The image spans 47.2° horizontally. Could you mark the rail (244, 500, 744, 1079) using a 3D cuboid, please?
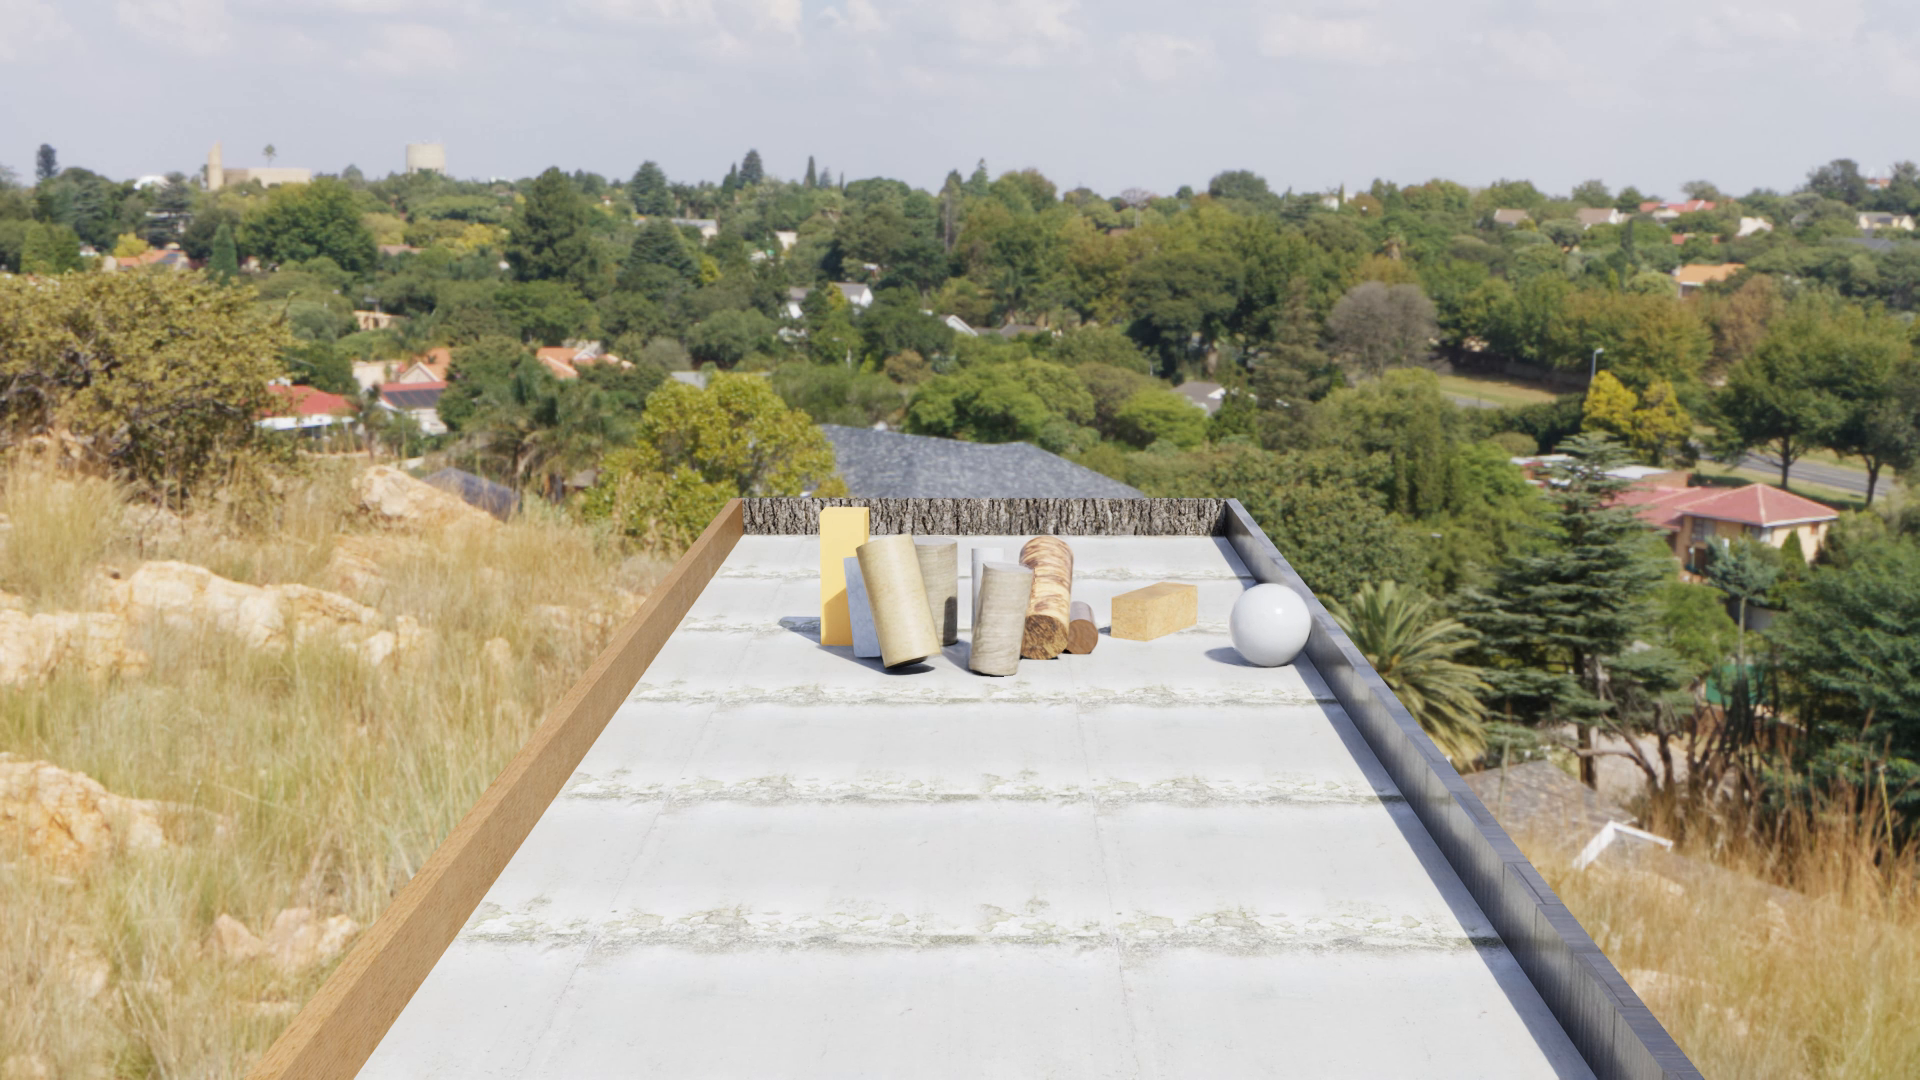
[{"bbox_3d":[-1.004,0.839,3.234,0.050,0.150,12.000,0,9,1],"label":"rail"}]

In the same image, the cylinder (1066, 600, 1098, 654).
[{"bbox_3d":[0.375,0.275,6.924,0.110,0.110,0.314,0,9,1],"label":"cylinder"}]

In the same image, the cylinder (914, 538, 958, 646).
[{"bbox_3d":[-0.090,0.164,6.943,0.165,0.324,0.165,0,9,0],"label":"cylinder"}]

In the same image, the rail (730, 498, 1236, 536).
[{"bbox_3d":[0.099,-0.098,9.147,2.100,0.150,0.050,0,9,1],"label":"rail"}]

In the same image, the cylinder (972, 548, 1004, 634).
[{"bbox_3d":[0.086,0.192,6.691,0.102,0.334,0.102,0,-1,0],"label":"cylinder"}]

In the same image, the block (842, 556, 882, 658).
[{"bbox_3d":[-0.250,0.197,6.731,0.130,0.306,0.130,-8,1,-40],"label":"block"}]

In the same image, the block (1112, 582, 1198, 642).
[{"bbox_3d":[0.633,0.231,7.137,0.131,0.131,0.344,6,11,33],"label":"block"}]

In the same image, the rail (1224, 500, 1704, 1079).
[{"bbox_3d":[1.046,0.843,3.208,0.050,0.150,12.000,0,9,1],"label":"rail"}]

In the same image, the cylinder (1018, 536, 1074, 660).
[{"bbox_3d":[0.258,0.176,6.818,0.175,0.175,0.405,1,36,5],"label":"cylinder"}]

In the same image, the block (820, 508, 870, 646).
[{"bbox_3d":[-0.363,0.114,6.952,0.138,0.419,0.138,1,9,4],"label":"block"}]

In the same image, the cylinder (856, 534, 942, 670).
[{"bbox_3d":[-0.183,0.184,6.547,0.175,0.369,0.175,-14,-8,-2],"label":"cylinder"}]

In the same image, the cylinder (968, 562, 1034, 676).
[{"bbox_3d":[0.120,0.232,6.500,0.147,0.309,0.147,9,10,-1],"label":"cylinder"}]

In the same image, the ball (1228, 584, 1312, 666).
[{"bbox_3d":[0.933,0.253,6.621,0.247,0.247,0.247,0,9,0],"label":"ball"}]
